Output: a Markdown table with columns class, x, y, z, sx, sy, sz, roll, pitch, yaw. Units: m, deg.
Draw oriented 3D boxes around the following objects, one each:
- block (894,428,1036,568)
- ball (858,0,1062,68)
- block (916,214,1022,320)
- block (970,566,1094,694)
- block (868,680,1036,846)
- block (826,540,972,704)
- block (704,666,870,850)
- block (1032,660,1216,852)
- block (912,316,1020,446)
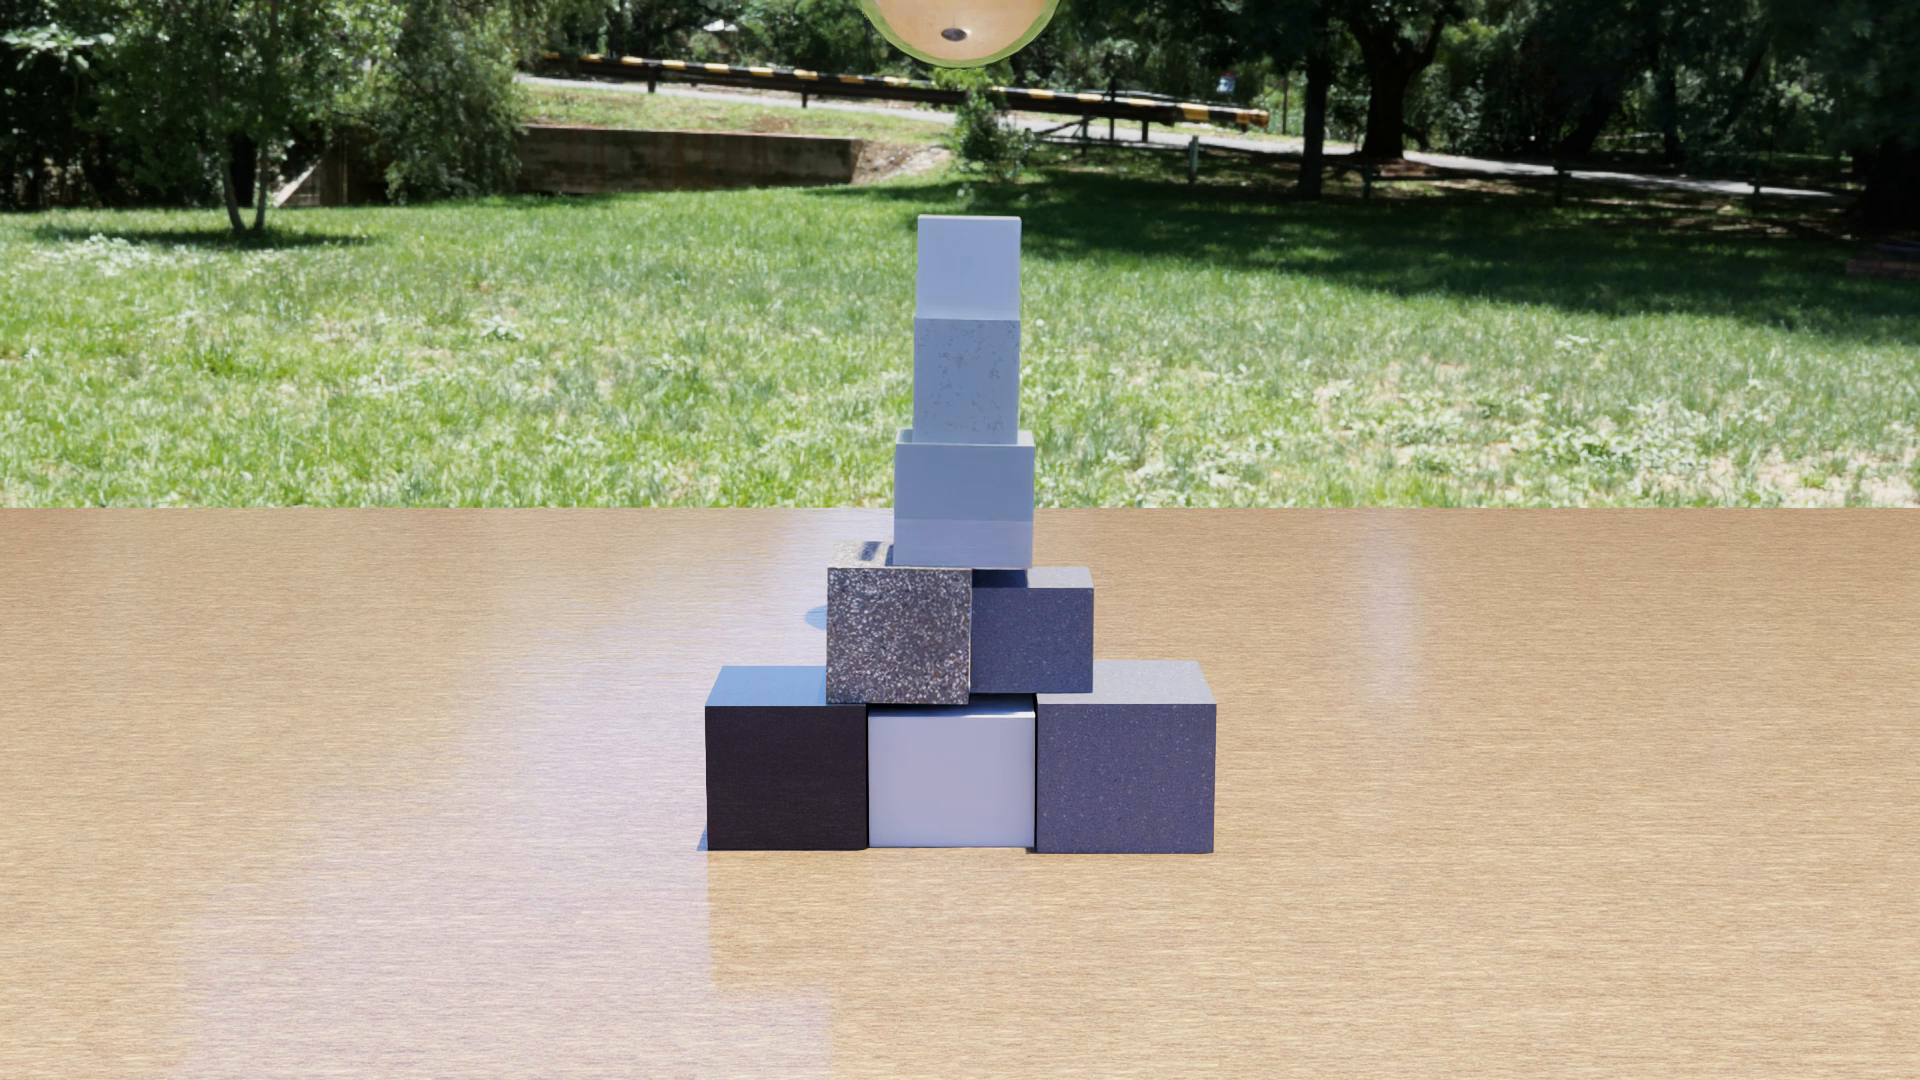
| class | x | y | z | sx | sy | sz | roll | pitch | yaw |
| --- | --- | --- | --- | --- | --- | --- | --- | --- | --- |
| block | 0.019 | -0.218 | 11.127 | 0.688 | 0.612 | 0.592 | 1 | 10 | 0 |
| ball | 0.000 | -4.178 | 15.660 | 1.600 | 1.600 | 1.600 | 0 | 10 | 0 |
| block | 0.041 | -1.362 | 10.938 | 0.501 | 0.480 | 0.495 | 1 | 10 | 0 |
| block | 0.360 | 0.455 | 11.266 | 0.615 | 0.540 | 0.539 | 0 | 10 | 0 |
| block | -0.041 | 1.144 | 11.394 | 0.832 | 0.672 | 0.773 | 0 | 10 | 0 |
| block | -0.306 | 0.412 | 11.251 | 0.709 | 0.684 | 0.737 | 1 | 10 | 0 |
| block | -0.867 | 1.112 | 11.374 | 0.799 | 0.743 | 0.850 | 0 | 10 | 0 |
| block | 0.825 | 1.102 | 11.361 | 0.881 | 0.767 | 0.923 | 0 | 10 | 0 |
| block | 0.031 | -0.823 | 11.028 | 0.517 | 0.613 | 0.555 | 1 | 10 | 0 |
